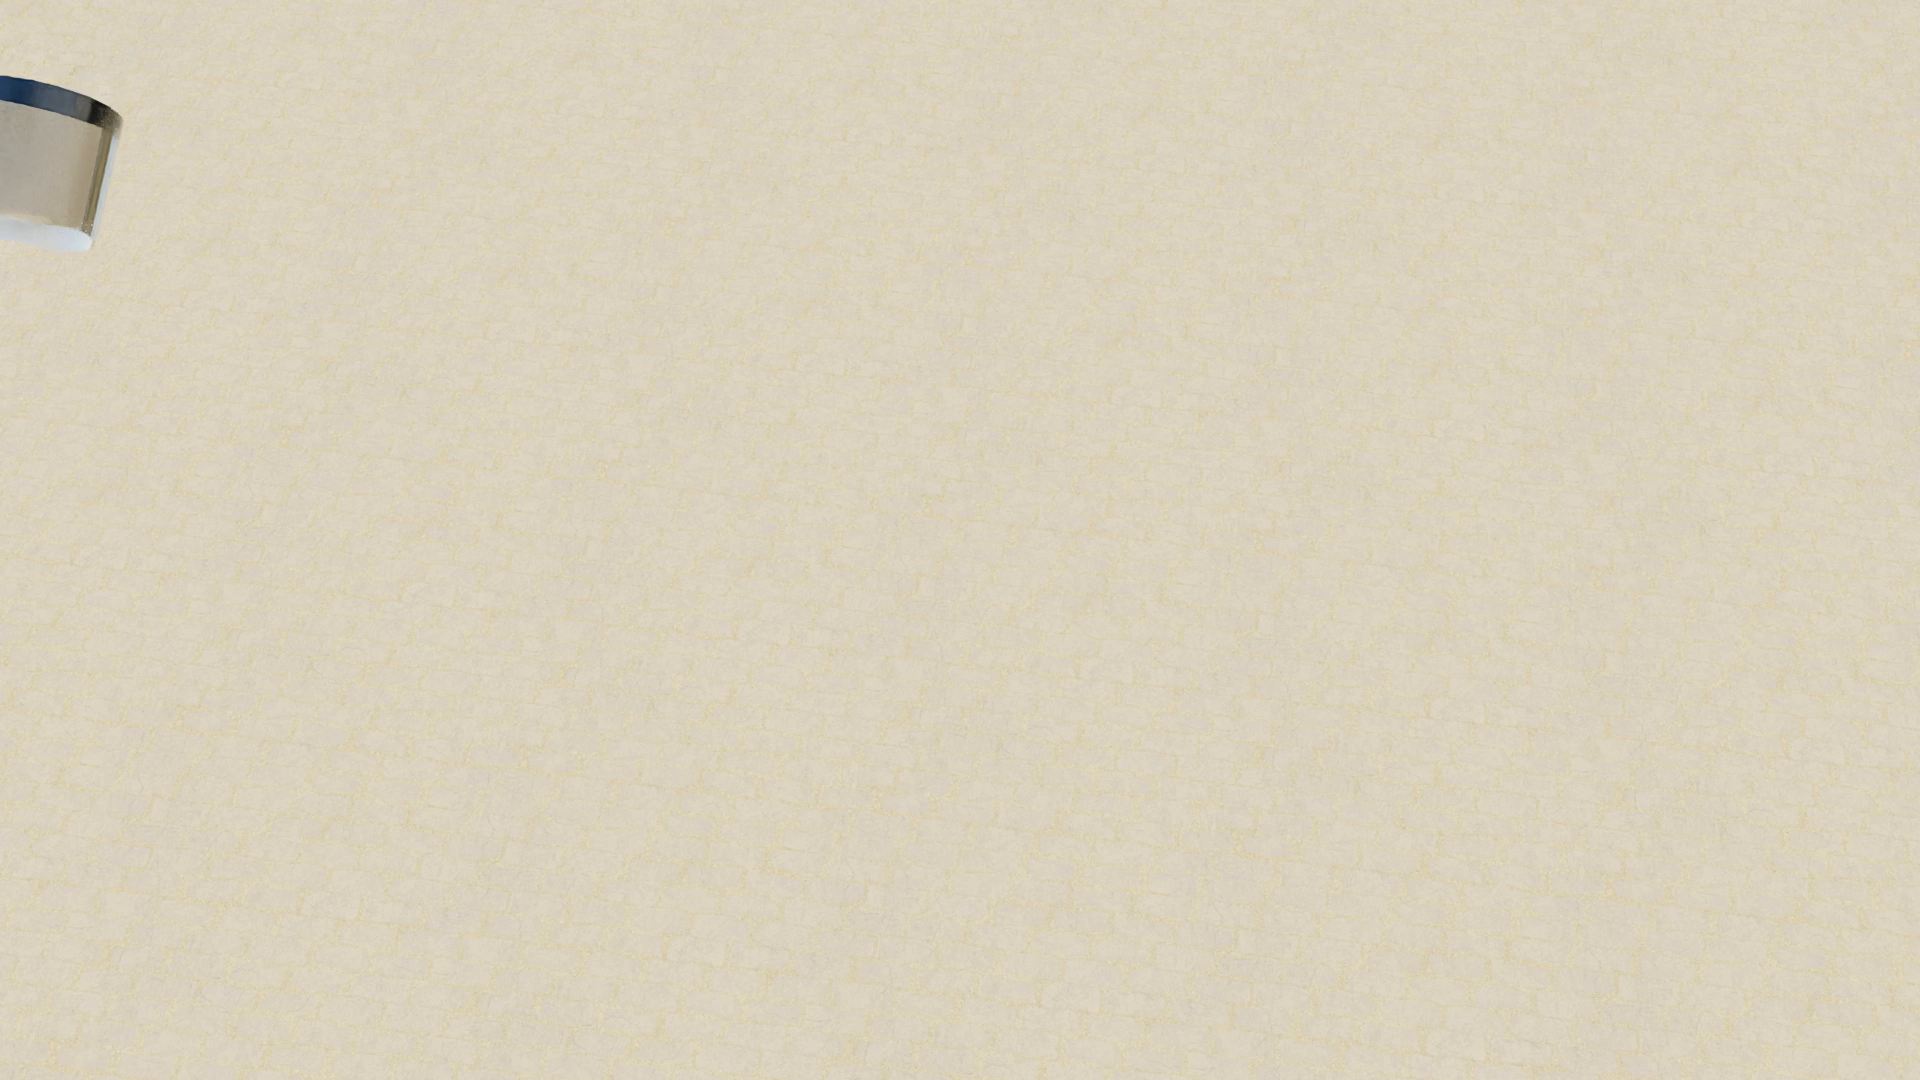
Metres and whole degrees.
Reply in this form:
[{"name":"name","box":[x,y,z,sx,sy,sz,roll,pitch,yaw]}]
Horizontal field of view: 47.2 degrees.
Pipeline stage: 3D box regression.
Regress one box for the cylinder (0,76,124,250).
[{"name":"cylinder","box":[-1.409,-0.569,3.336,0.240,0.221,0.196,3,79,35]}]
